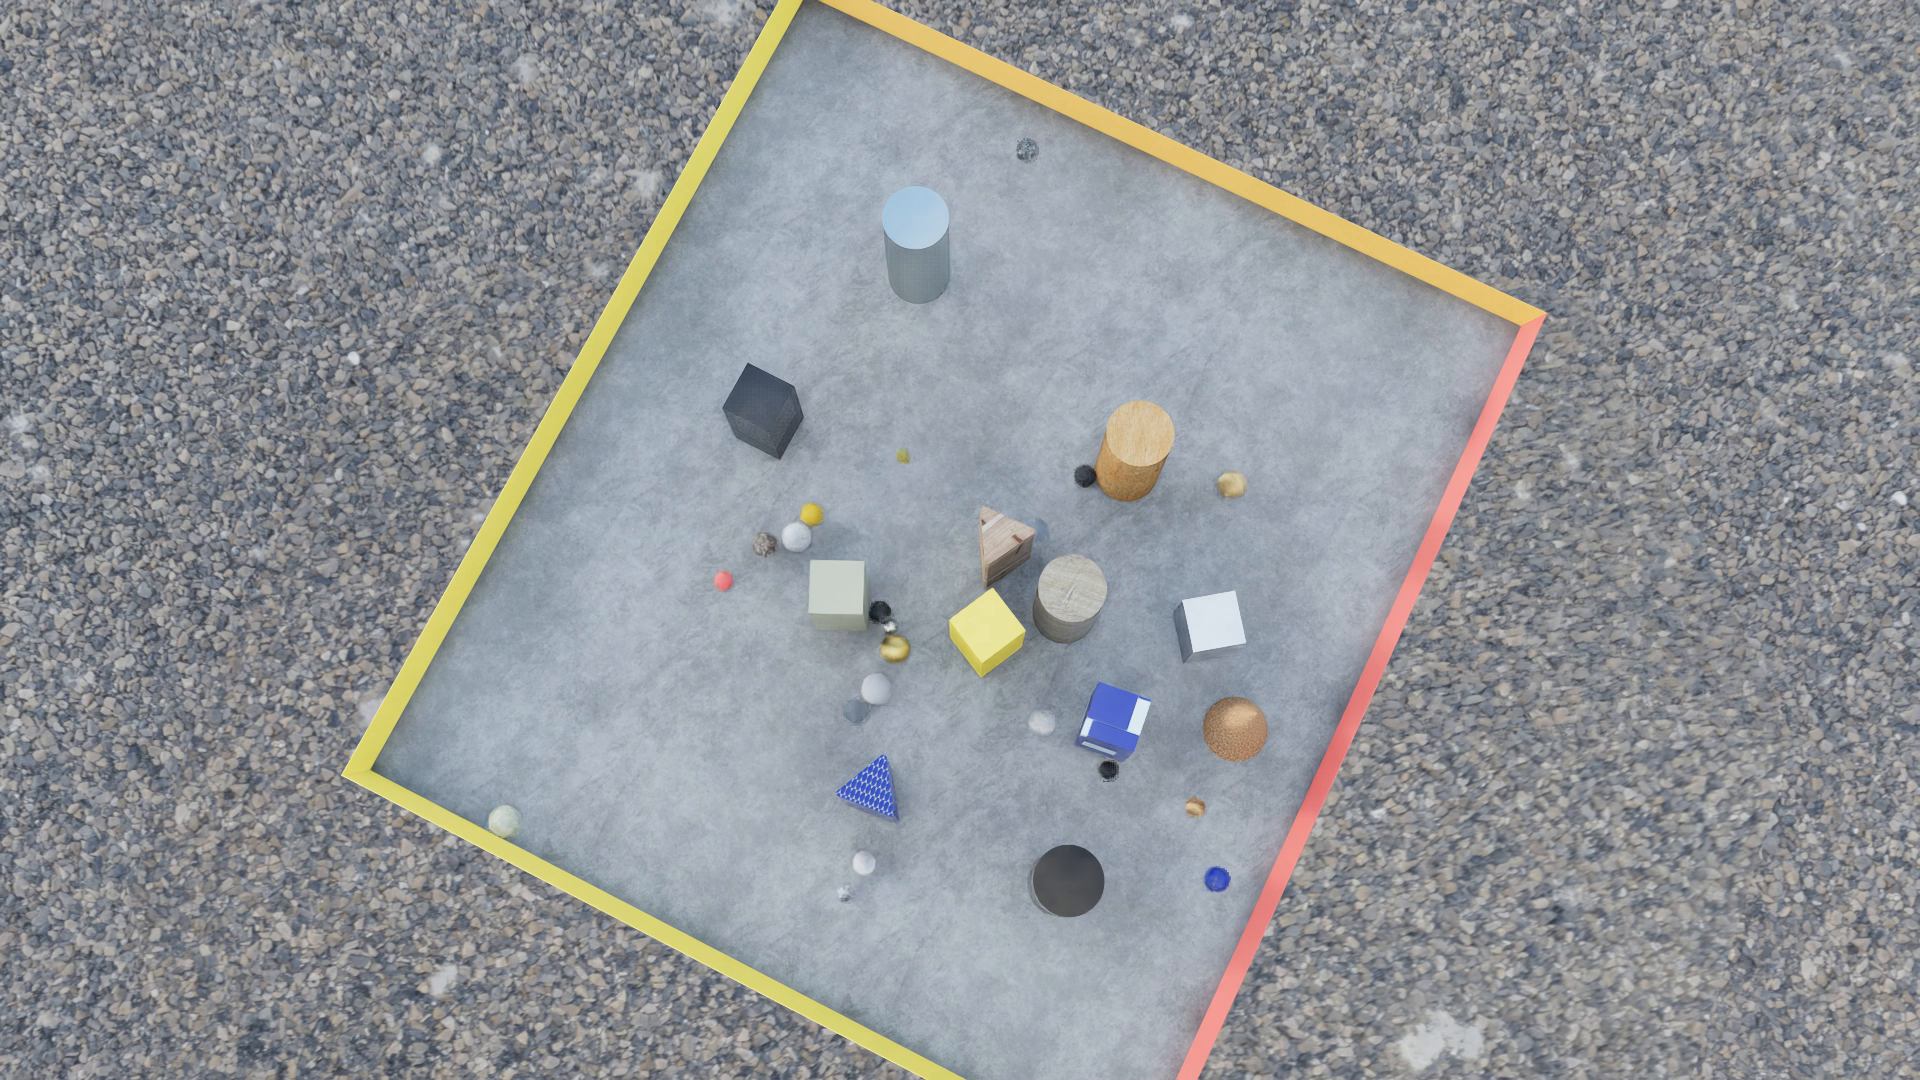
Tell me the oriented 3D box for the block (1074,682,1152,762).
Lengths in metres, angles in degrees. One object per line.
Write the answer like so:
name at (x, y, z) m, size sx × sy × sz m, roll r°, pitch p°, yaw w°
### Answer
block at (0.441, 0.533, 5.331) m, size 0.156 × 0.344 × 0.156 m, roll 19°, pitch 79°, yaw 4°

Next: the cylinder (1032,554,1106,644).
cylinder at (0.317, 0.177, 5.371) m, size 0.195 × 0.408 × 0.195 m, roll 0°, pitch 78°, yaw 0°

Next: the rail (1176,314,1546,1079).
rail at (1.140, 0.565, 5.434) m, size 0.045 × 0.127 × 2.879 m, roll 26°, pitch 80°, yaw 5°

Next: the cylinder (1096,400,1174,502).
cylinder at (0.514, -0.259, 5.442) m, size 0.195 × 0.446 × 0.195 m, roll 0°, pitch 78°, yaw 0°

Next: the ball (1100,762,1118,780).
ball at (0.441, 0.685, 5.447) m, size 0.055 × 0.055 × 0.055 m, roll 0°, pitch 78°, yaw 0°

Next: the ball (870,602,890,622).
ball at (-0.242, 0.217, 5.539) m, size 0.065 × 0.065 × 0.065 m, roll 0°, pitch 78°, yaw 0°

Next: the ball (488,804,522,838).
ball at (-1.340, 0.827, 5.396) m, size 0.097 × 0.097 × 0.097 m, roll 0°, pitch 78°, yaw 0°

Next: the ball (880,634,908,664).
ball at (-0.198, 0.328, 5.504) m, size 0.088 × 0.088 × 0.088 m, roll 0°, pitch 78°, yaw 0°

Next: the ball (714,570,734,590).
ball at (-0.716, 0.122, 5.562) m, size 0.057 × 0.057 × 0.057 m, roll 0°, pitch 78°, yaw 0°

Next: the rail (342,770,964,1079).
rail at (-0.633, 1.247, 5.293) m, size 2.597 × 0.127 × 0.045 m, roll 26°, pitch 80°, yaw 5°

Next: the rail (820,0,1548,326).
rail at (0.633, -1.233, 5.806) m, size 2.597 × 0.127 × 0.045 m, roll 26°, pitch 80°, yaw 5°

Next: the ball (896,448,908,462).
ball at (-0.178, -0.261, 5.650) m, size 0.041 × 0.041 × 0.041 m, roll 0°, pitch 78°, yaw 0°

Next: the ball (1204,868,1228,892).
ball at (0.751, 0.997, 5.374) m, size 0.070 × 0.070 × 0.070 m, roll 0°, pitch 78°, yaw 0°

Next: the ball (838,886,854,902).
ball at (-0.334, 1.037, 5.379) m, size 0.045 × 0.045 × 0.045 m, roll 0°, pitch 78°, yaw 0°

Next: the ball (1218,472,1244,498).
ball at (0.830, -0.169, 5.609) m, size 0.083 × 0.083 × 0.083 m, roll 0°, pitch 78°, yaw 0°

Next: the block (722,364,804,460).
block at (-0.590, -0.384, 5.524) m, size 0.156 × 0.337 × 0.156 m, roll 27°, pitch 80°, yaw 5°

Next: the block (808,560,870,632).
block at (-0.355, 0.167, 5.424) m, size 0.156 × 0.310 × 0.156 m, roll 1°, pitch 78°, yaw 0°

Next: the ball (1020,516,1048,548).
ball at (0.221, -0.025, 5.574) m, size 0.094 × 0.094 × 0.094 m, roll 0°, pitch 78°, yaw 0°

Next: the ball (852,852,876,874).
ball at (-0.282, 0.948, 5.386) m, size 0.067 × 0.067 × 0.067 m, roll 0°, pitch 78°, yaw 0°

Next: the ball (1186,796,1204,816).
ball at (0.696, 0.787, 5.424) m, size 0.058 × 0.058 × 0.058 m, roll 0°, pitch 78°, yaw 0°

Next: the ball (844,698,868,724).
ball at (-0.311, 0.510, 5.472) m, size 0.076 × 0.076 × 0.076 m, roll 0°, pitch 78°, yaw 0°

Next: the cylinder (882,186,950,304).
cylinder at (-0.129, -0.887, 5.553) m, size 0.195 × 0.483 × 0.195 m, roll 0°, pitch 78°, yaw 0°

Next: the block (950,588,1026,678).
block at (0.078, 0.276, 5.392) m, size 0.156 × 0.327 × 0.156 m, roll -36°, pitch 81°, yaw -7°

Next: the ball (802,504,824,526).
ball at (-0.451, -0.076, 5.597) m, size 0.068 × 0.068 × 0.068 m, roll 0°, pitch 78°, yaw 0°

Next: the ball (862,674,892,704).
ball at (-0.248, 0.444, 5.477) m, size 0.093 × 0.093 × 0.093 m, roll 0°, pitch 78°, yaw 0°

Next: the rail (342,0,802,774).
rail at (-1.140, -0.552, 5.665) m, size 0.045 × 0.127 × 2.879 m, roll 26°, pitch 80°, yaw 5°

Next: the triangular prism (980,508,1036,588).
triangular prism at (0.103, 0.002, 5.419) m, size 0.169 × 0.386 × 0.146 m, roll -34°, pitch 80°, yaw -7°

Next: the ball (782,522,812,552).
ball at (-0.496, -0.009, 5.573) m, size 0.090 × 0.090 × 0.090 m, roll 0°, pitch 78°, yaw 0°

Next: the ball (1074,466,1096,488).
ball at (0.384, -0.196, 5.623) m, size 0.067 × 0.067 × 0.067 m, roll 0°, pitch 78°, yaw 0°

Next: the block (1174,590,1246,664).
block at (0.738, 0.261, 5.436) m, size 0.156 × 0.249 × 0.156 m, roll -10°, pitch 78°, yaw -2°

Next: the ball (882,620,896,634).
ball at (-0.213, 0.264, 5.540) m, size 0.044 × 0.044 × 0.044 m, roll 0°, pitch 78°, yaw 0°

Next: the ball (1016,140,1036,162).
ball at (0.210, -1.241, 5.840) m, size 0.065 × 0.065 × 0.065 m, roll 0°, pitch 78°, yaw 0°

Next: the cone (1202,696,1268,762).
cone at (0.826, 0.525, 5.294) m, size 0.195 × 0.419 × 0.195 m, roll 0°, pitch 78°, yaw 0°

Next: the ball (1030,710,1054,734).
ball at (0.242, 0.541, 5.467) m, size 0.073 × 0.073 × 0.073 m, roll 0°, pitch 78°, yaw 0°

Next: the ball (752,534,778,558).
ball at (-0.594, 0.017, 5.574) m, size 0.077 × 0.077 × 0.077 m, roll 0°, pitch 78°, yaw 0°

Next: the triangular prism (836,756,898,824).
triangular prism at (-0.235, 0.703, 5.249) m, size 0.169 × 0.435 × 0.146 m, roll 21°, pitch 79°, yaw 4°

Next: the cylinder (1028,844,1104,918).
cylinder at (0.296, 0.970, 5.192) m, size 0.195 × 0.438 × 0.195 m, roll 0°, pitch 78°, yaw 0°
